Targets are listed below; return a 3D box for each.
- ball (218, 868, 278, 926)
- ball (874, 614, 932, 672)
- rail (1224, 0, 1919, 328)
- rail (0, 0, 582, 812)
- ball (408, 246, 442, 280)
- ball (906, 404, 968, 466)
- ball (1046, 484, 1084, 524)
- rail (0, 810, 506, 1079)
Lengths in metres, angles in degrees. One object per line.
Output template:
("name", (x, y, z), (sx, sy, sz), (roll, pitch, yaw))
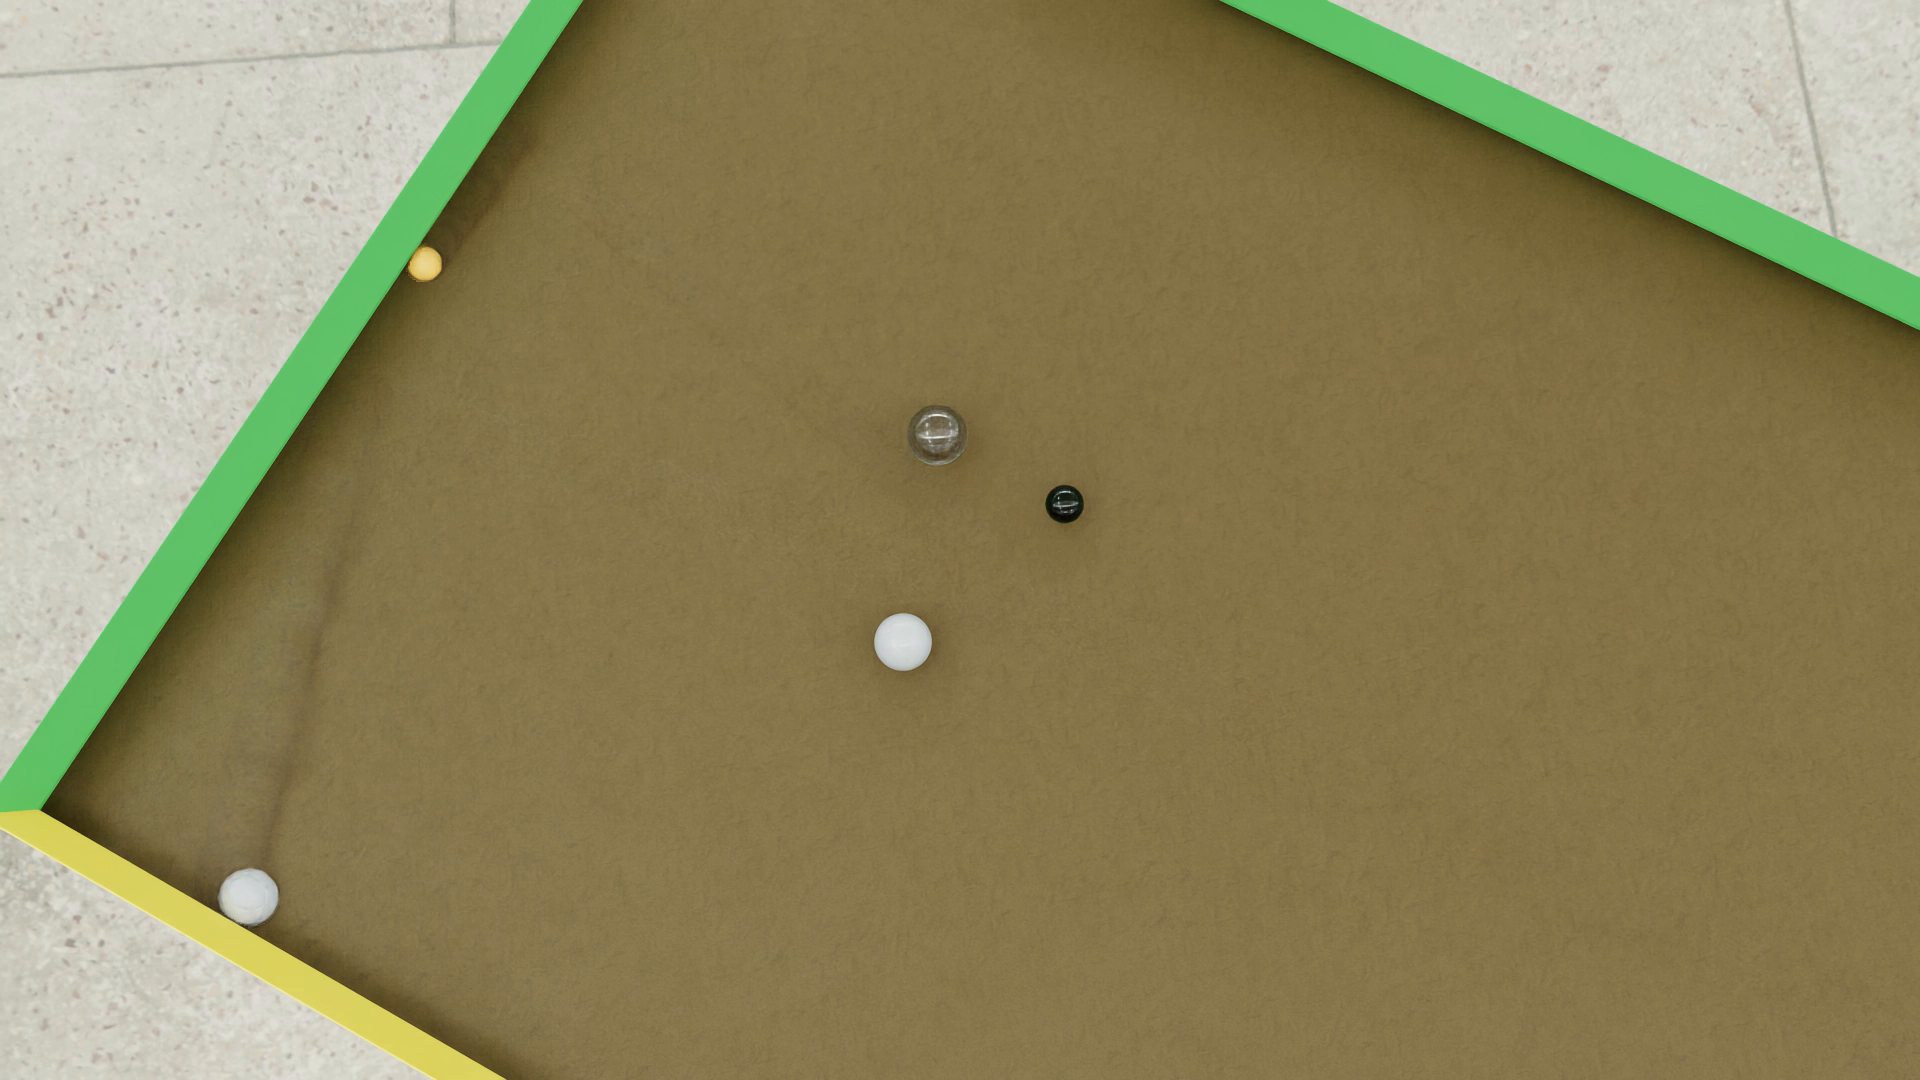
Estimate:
("ball", (-1.040, 0.522, 3.215), (0.084, 0.084, 0.084), (0, 73, 0))
("ball", (-0.086, 0.154, 3.325), (0.088, 0.088, 0.088), (0, 73, 0))
("rail", (1.404, -0.409, 3.478), (4.135, 0.124, 0.045), (27, 75, 8))
("rail", (-0.888, -0.468, 3.496), (0.045, 0.124, 2.126), (27, 75, 8))
("ball", (-0.858, -0.443, 3.525), (0.055, 0.055, 0.055), (0, 73, 0))
("ball", (-0.035, -0.163, 3.418), (0.096, 0.096, 0.096), (0, 73, 0))
("ball", (0.162, -0.055, 3.404), (0.060, 0.060, 0.060), (0, 73, 0))
("rail", (0.413, 1.338, 2.943), (4.135, 0.124, 0.045), (27, 75, 8))
